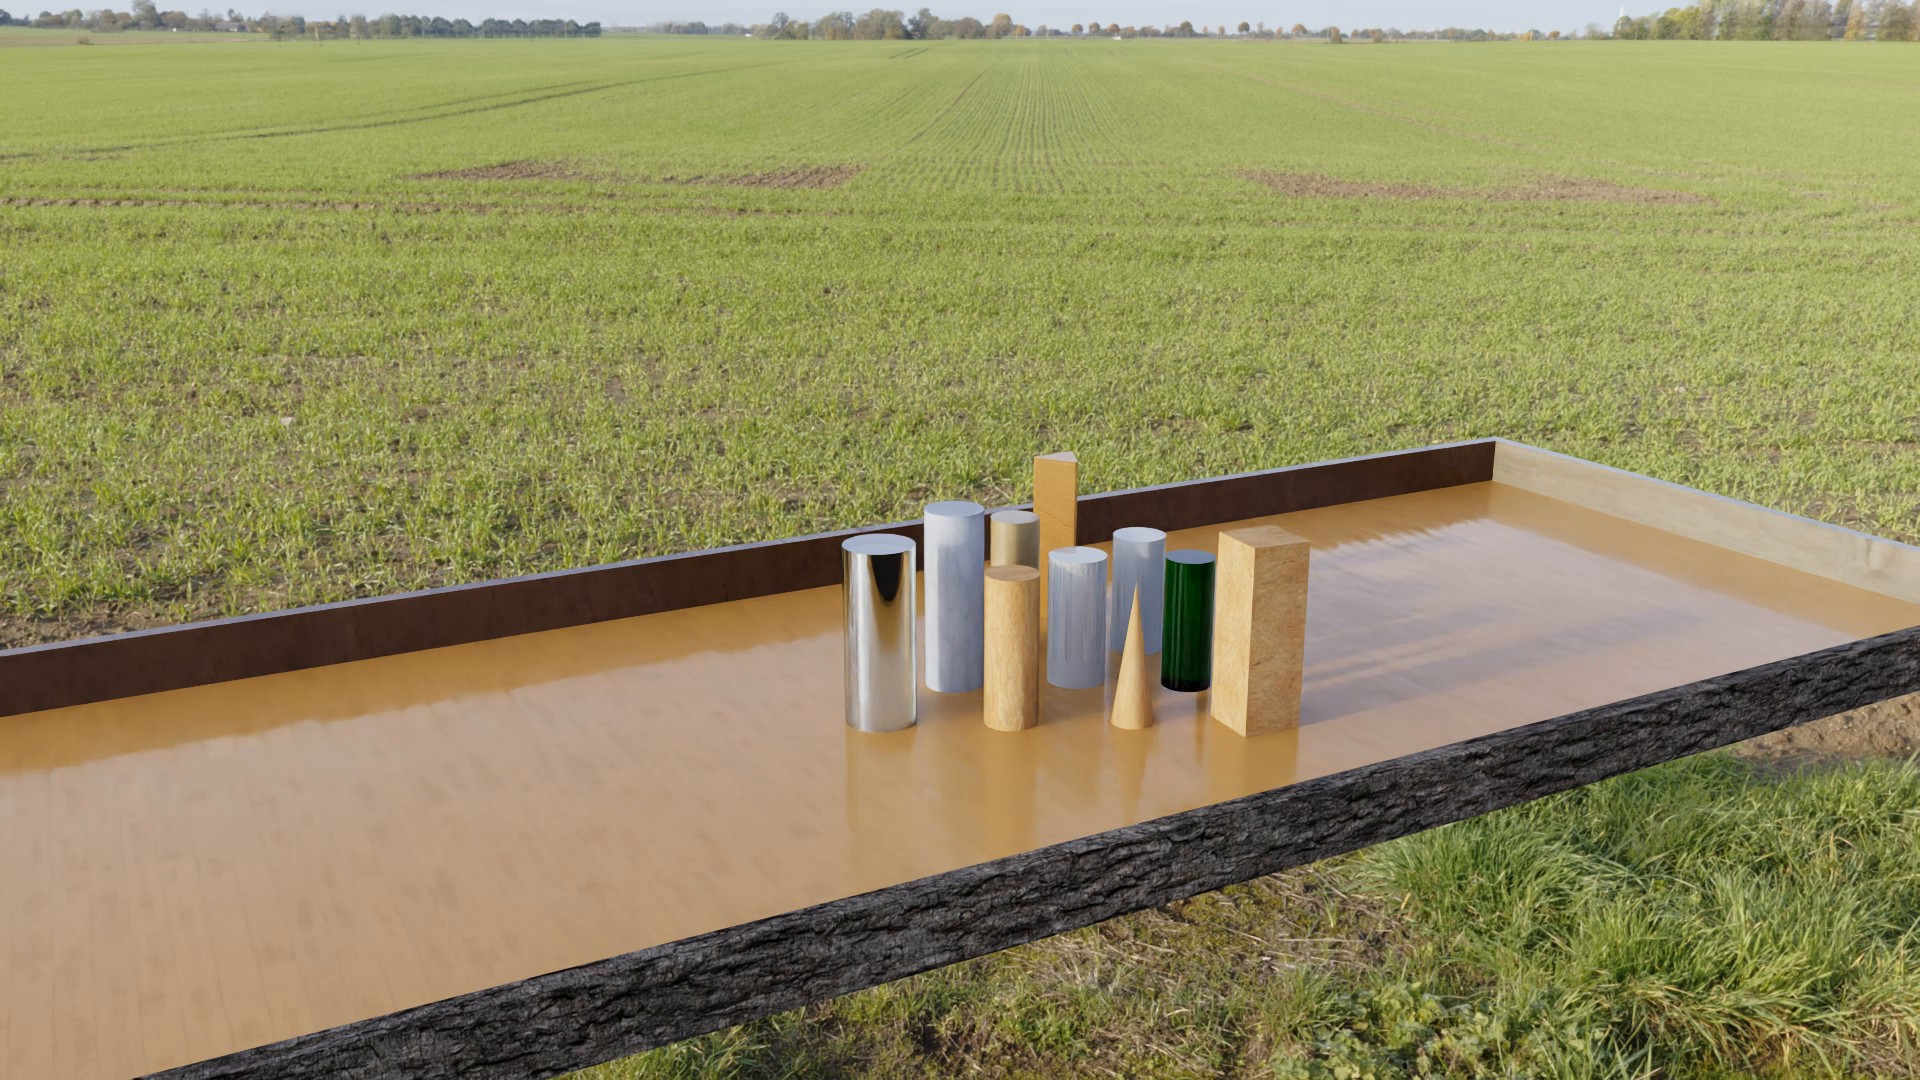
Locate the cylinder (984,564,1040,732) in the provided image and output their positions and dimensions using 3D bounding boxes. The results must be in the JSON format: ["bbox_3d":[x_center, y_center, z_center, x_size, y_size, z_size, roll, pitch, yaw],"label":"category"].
[{"bbox_3d":[0.120,0.252,3.849,0.129,0.366,0.129,0,16,0],"label":"cylinder"}]

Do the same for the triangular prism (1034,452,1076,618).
[{"bbox_3d":[0.284,-0.014,4.594,0.127,0.456,0.110,8,18,26],"label":"triangular prism"}]

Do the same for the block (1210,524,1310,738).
[{"bbox_3d":[0.696,0.210,3.833,0.148,0.455,0.148,-7,18,-23],"label":"block"}]

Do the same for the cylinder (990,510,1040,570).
[{"bbox_3d":[0.143,0.114,4.322,0.129,0.363,0.129,0,16,0],"label":"cylinder"}]

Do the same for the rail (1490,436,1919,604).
[{"bbox_3d":[2.466,-0.048,5.253,0.050,0.150,2.100,-9,18,-27],"label":"rail"}]

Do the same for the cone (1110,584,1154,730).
[{"bbox_3d":[0.407,0.262,3.849,0.101,0.346,0.101,0,16,0],"label":"cone"}]

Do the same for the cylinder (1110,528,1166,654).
[{"bbox_3d":[0.469,0.134,4.347,0.139,0.311,0.139,0,16,0],"label":"cylinder"}]

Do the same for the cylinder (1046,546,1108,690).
[{"bbox_3d":[0.291,0.193,4.119,0.146,0.326,0.146,0,16,0],"label":"cylinder"}]

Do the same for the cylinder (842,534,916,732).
[{"bbox_3d":[-0.187,0.217,3.851,0.170,0.432,0.170,0,16,0],"label":"cylinder"}]

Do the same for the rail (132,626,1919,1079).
[{"bbox_3d":[-2.336,1.006,1.665,12.000,0.150,0.050,-9,18,-27],"label":"rail"}]

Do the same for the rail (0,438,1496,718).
[{"bbox_3d":[-3.305,0.497,3.399,12.000,0.150,0.050,-9,18,-27],"label":"rail"}]

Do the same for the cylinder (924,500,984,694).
[{"bbox_3d":[-0.014,0.140,4.077,0.148,0.452,0.148,0,16,0],"label":"cylinder"}]

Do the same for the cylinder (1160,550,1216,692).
[{"bbox_3d":[0.565,0.200,4.087,0.124,0.332,0.124,0,16,0],"label":"cylinder"}]
